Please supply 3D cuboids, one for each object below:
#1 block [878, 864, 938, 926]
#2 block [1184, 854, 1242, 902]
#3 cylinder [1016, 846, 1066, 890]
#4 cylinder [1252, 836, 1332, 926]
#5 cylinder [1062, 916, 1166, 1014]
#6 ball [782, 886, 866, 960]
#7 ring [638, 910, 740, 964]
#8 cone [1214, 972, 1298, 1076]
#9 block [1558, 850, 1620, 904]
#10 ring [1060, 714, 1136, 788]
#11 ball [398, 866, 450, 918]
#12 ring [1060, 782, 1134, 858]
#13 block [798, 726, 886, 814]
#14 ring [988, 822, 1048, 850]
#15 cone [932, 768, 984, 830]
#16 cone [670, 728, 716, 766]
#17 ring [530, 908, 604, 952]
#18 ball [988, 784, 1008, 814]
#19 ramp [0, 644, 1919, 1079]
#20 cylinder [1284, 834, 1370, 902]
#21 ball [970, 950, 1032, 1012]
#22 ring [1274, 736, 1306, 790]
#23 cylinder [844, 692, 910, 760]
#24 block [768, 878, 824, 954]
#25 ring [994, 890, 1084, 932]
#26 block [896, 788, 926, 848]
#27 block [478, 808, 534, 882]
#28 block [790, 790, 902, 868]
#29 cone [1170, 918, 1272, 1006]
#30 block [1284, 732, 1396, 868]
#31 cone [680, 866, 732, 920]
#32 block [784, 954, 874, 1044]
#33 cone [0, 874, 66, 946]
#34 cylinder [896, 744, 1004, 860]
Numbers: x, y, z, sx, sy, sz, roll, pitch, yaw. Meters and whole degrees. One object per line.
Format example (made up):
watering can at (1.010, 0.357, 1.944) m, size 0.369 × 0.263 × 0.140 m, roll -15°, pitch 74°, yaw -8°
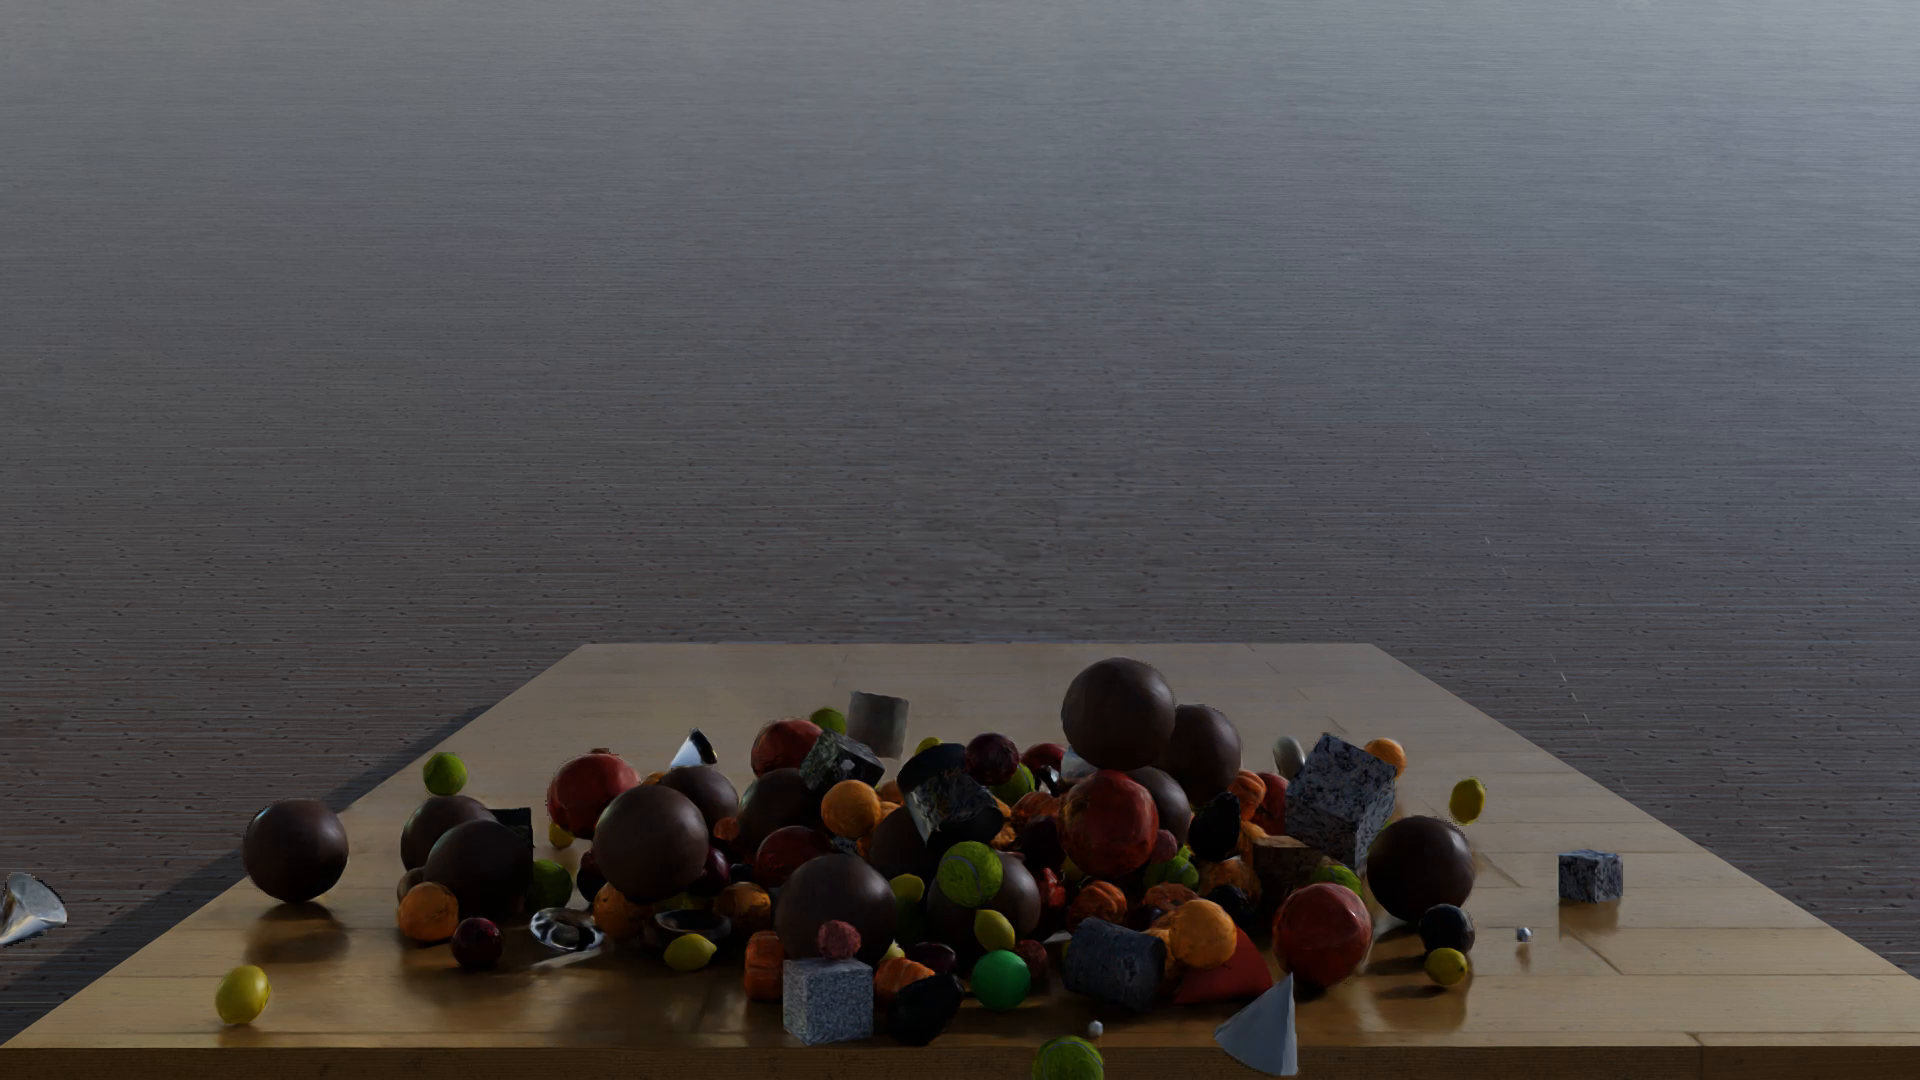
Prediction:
block at (-0.064, 0.432, 3.127) m, size 0.064 × 0.064 × 0.064 m, roll -1°, pitch 2°, yaw -11°
block at (0.322, 0.428, 3.256) m, size 0.053 × 0.053 × 0.053 m, roll -3°, pitch 1°, yaw 29°
cylinder at (0.106, 0.425, 3.326) m, size 0.052 × 0.052 × 0.052 m, roll 7°, pitch 2°, yaw 18°
cylinder at (0.406, 0.416, 3.140) m, size 0.095 × 0.095 × 0.095 m, roll 0°, pitch 2°, yaw 0°
cylinder at (0.162, 0.443, 2.681) m, size 0.081 × 0.081 × 0.081 m, roll 15°, pitch 25°, yaw 25°
ball at (-0.152, 0.432, 2.864) m, size 0.093 × 0.093 × 0.093 m, roll 0°, pitch 20°, yaw 0°
ring at (-0.309, 0.453, 2.936) m, size 0.115 × 0.038 × 0.115 m, roll 2°, pitch 10°, yaw 0°
cone at (0.303, 0.456, 2.483) m, size 0.089 × 0.089 × 0.089 m, roll 21°, pitch 12°, yaw -5°
block at (0.802, 0.428, 3.272) m, size 0.055 × 0.055 × 0.055 m, roll -3°, pitch 5°, yaw -42°
ring at (0.168, 0.257, 3.124) m, size 0.110 × 0.037 × 0.110 m, roll -39°, pitch 15°, yaw 12°
ball at (-0.659, 0.432, 3.152) m, size 0.063 × 0.063 × 0.063 m, roll 0°, pitch 20°, yaw 0°
ring at (0.176, 0.361, 3.313) m, size 0.040 × 0.119 × 0.119 m, roll 42°, pitch 37°, yaw 18°
block at (-0.150, 0.291, 3.244) m, size 0.069 × 0.069 × 0.069 m, roll 29°, pitch 8°, yaw -27°
ring at (0.079, 0.419, 3.643) m, size 0.093 × 0.031 × 0.093 m, roll 1°, pitch 2°, yaw 0°
cone at (-0.001, 0.404, 3.797) m, size 0.096 × 0.096 × 0.096 m, roll 30°, pitch 32°, yaw 22°
cone at (-0.470, 0.372, 4.413) m, size 0.073 × 0.073 × 0.073 m, roll -30°, pitch 31°, yaw -21°
ring at (-0.458, 0.454, 2.993) m, size 0.088 × 0.029 × 0.088 m, roll 13°, pitch 10°, yaw -2°
ball at (0.049, 0.395, 3.886) m, size 0.050 × 0.050 × 0.050 m, roll 0°, pitch 20°, yaw 0°
ramp at (0.048, 0.432, 4.533) m, size 2.000 × 0.100 × 4.000 m, roll 0°, pitch 3°, yaw 0°
cylinder at (0.450, 0.408, 3.234) m, size 0.100 × 0.100 × 0.100 m, roll 11°, pitch 8°, yaw 28°
ball at (0.043, 0.459, 2.680) m, size 0.063 × 0.063 × 0.063 m, roll 0°, pitch 20°, yaw 0°
ring at (0.505, 0.356, 3.863) m, size 0.042 × 0.126 × 0.126 m, roll -17°, pitch 20°, yaw 3°
cylinder at (-0.115, 0.255, 3.530) m, size 0.081 × 0.081 × 0.081 m, roll 8°, pitch -6°, yaw 1°
block at (-0.180, 0.433, 2.956) m, size 0.060 × 0.060 × 0.060 m, roll -9°, pitch 13°, yaw -20°
ring at (0.096, 0.448, 3.102) m, size 0.109 × 0.036 × 0.109 m, roll 0°, pitch 4°, yaw 0°
block at (-0.035, 0.392, 3.662) m, size 0.083 × 0.083 × 0.083 m, roll 2°, pitch 4°, yaw 26°
block at (-0.601, 0.403, 3.394) m, size 0.066 × 0.066 × 0.066 m, roll -1°, pitch 44°, yaw -15°
block at (-0.153, 0.375, 3.453) m, size 0.093 × 0.093 × 0.093 m, roll 36°, pitch -18°, yaw -18°
cone at (0.262, 0.467, 2.717) m, size 0.098 × 0.098 × 0.098 m, roll -30°, pitch 30°, yaw -17°
block at (0.445, 0.306, 3.011) m, size 0.094 × 0.094 × 0.094 m, roll 25°, pitch 58°, yaw 25°
cone at (-0.312, 0.426, 3.083) m, size 0.072 × 0.072 × 0.072 m, roll -7°, pitch -4°, yaw 0°
block at (-0.133, 0.462, 2.585) m, size 0.070 × 0.070 × 0.070 m, roll -1°, pitch 4°, yaw -23°
cone at (-1.271, 0.517, 3.452) m, size 0.095 × 0.095 × 0.095 m, roll -46°, pitch 24°, yaw 5°
cylinder at (-0.012, 0.297, 2.920) m, size 0.093 × 0.093 × 0.093 m, roll -9°, pitch 49°, yaw -23°
